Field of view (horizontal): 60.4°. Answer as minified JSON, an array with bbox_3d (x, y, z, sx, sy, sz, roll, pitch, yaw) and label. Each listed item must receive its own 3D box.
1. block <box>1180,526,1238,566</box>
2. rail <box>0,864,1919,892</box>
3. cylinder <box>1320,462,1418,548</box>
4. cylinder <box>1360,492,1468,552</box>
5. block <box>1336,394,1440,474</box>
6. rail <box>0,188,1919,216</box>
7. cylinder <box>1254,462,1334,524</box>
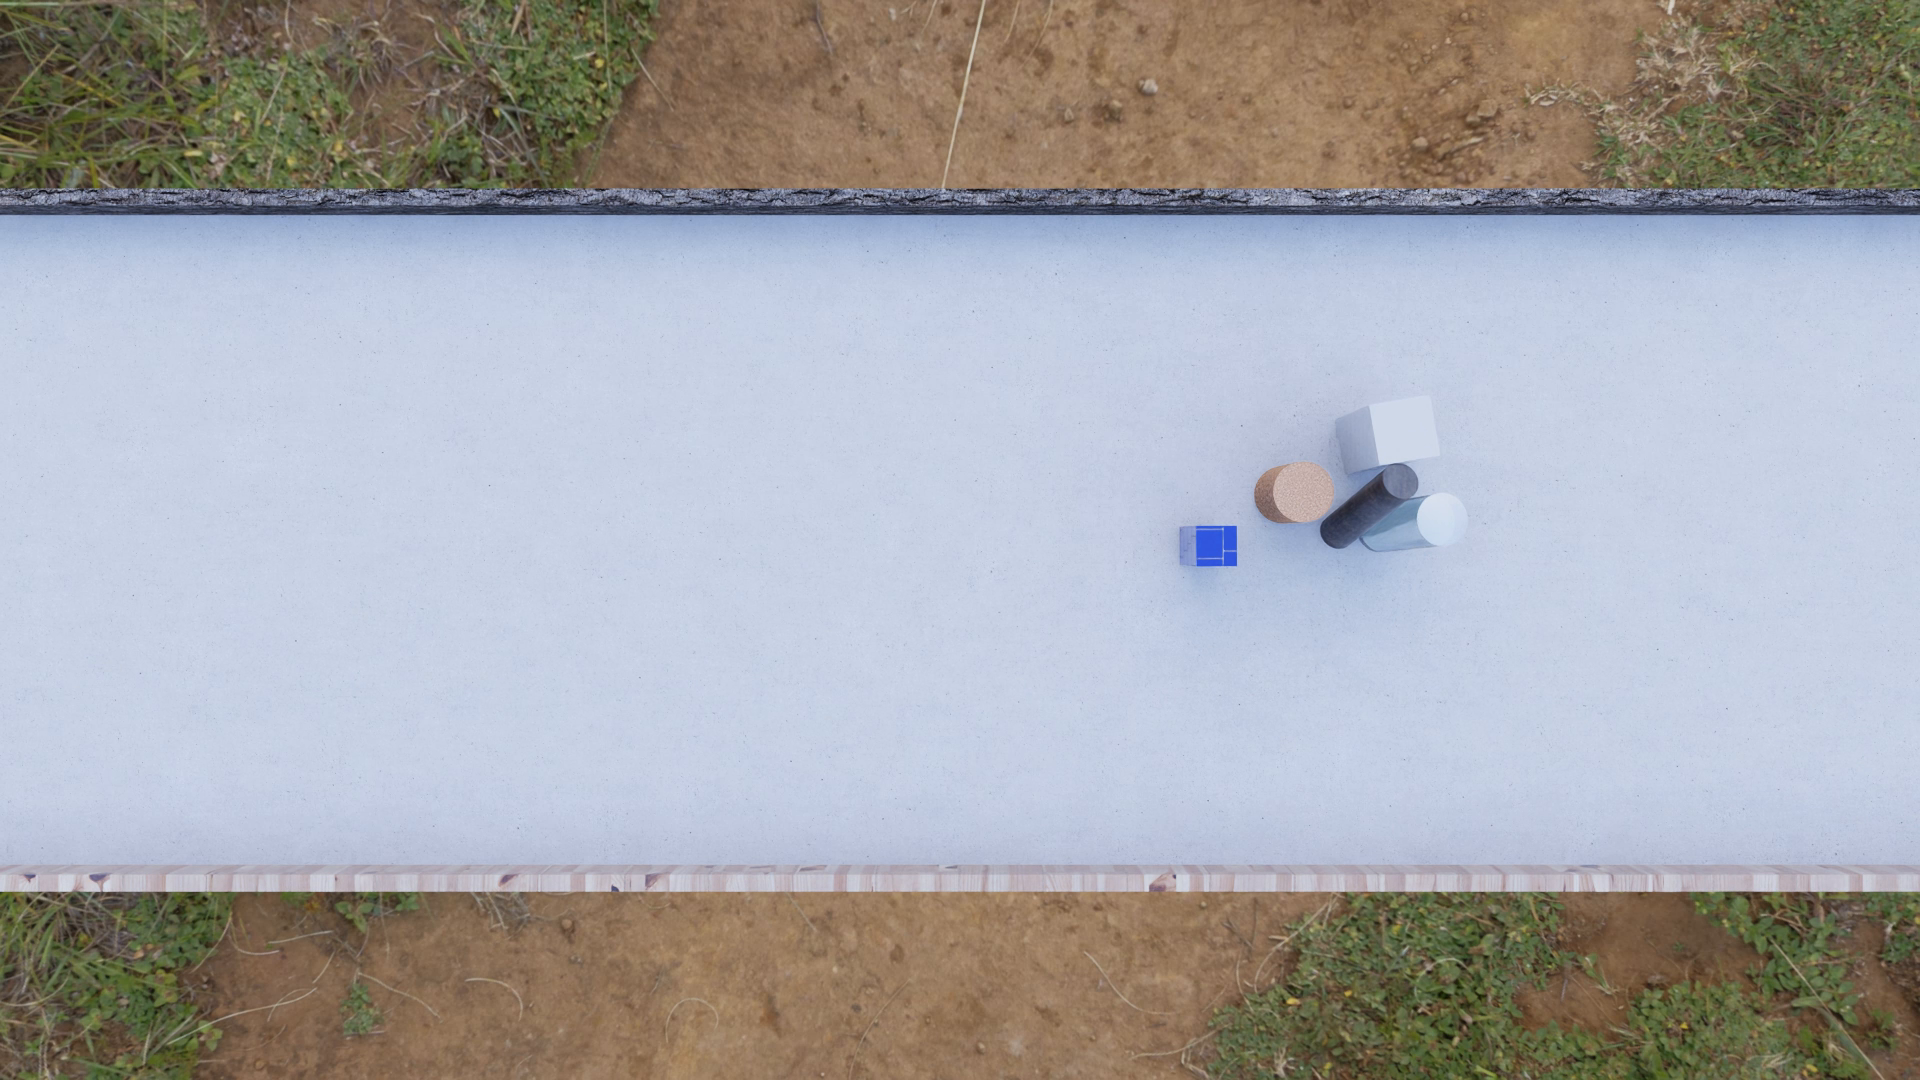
[{"bbox_3d":[0.734,0.017,4.898,0.117,0.358,0.117,0,90,0],"label":"block"},{"bbox_3d":[-2.247,1.025,5.001,12.000,0.150,0.050,0,90,0],"label":"rail"},{"bbox_3d":[1.198,-0.095,4.849,0.108,0.446,0.108,4,71,-10],"label":"cylinder"},{"bbox_3d":[1.322,-0.047,4.847,0.151,0.442,0.151,0,87,-8],"label":"cylinder"},{"bbox_3d":[1.254,-0.305,4.862,0.174,0.425,0.174,-10,89,0],"label":"block"},{"bbox_3d":[-2.247,-1.025,5.002,12.000,0.150,0.050,0,90,0],"label":"rail"},{"bbox_3d":[0.994,-0.139,4.922,0.177,0.309,0.177,0,90,0],"label":"cylinder"}]
